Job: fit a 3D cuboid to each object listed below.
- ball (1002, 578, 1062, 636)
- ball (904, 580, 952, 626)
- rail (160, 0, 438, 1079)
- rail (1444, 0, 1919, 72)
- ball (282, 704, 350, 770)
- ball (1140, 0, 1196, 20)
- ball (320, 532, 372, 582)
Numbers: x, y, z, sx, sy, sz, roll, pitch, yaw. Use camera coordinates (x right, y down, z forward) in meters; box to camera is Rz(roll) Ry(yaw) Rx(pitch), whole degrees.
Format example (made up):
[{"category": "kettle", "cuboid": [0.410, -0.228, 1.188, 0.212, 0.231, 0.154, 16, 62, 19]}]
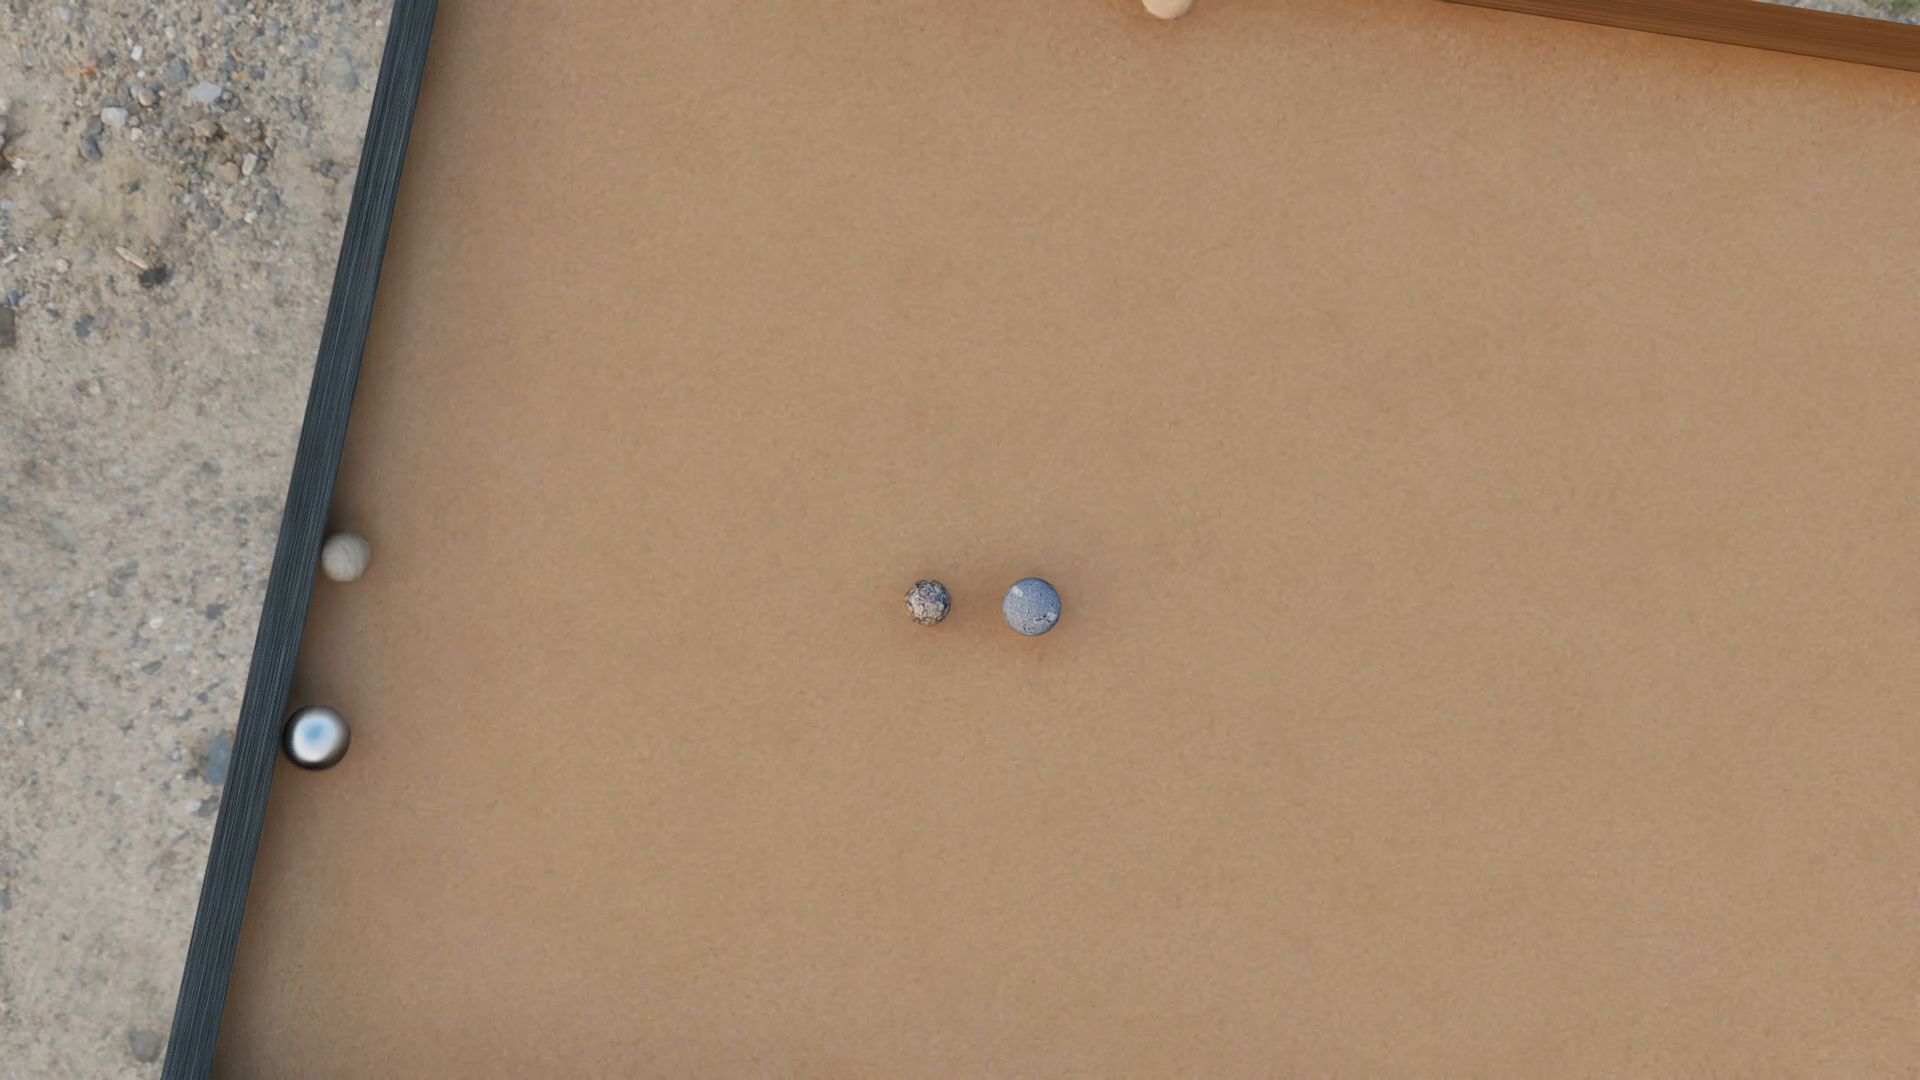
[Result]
[{"category": "ball", "cuboid": [0.106, 0.099, 3.258, 0.088, 0.088, 0.088, 0, 80, 0]}, {"category": "ball", "cuboid": [-0.048, 0.093, 3.267, 0.070, 0.070, 0.070, 0, 80, 0]}, {"category": "rail", "cuboid": [-0.941, -0.152, 3.282, 0.045, 0.126, 1.994, 9, 80, 2]}, {"category": "rail", "cuboid": [1.118, -0.798, 3.396, 3.908, 0.126, 0.045, 9, 80, 2]}, {"category": "ball", "cuboid": [-0.942, 0.289, 3.219, 0.097, 0.097, 0.097, 0, 80, 0]}, {"category": "ball", "cuboid": [0.324, -0.856, 3.426, 0.090, 0.090, 0.090, 0, 80, 0]}, {"category": "ball", "cuboid": [-0.915, 0.025, 3.277, 0.076, 0.076, 0.076, 0, 80, 0]}]
